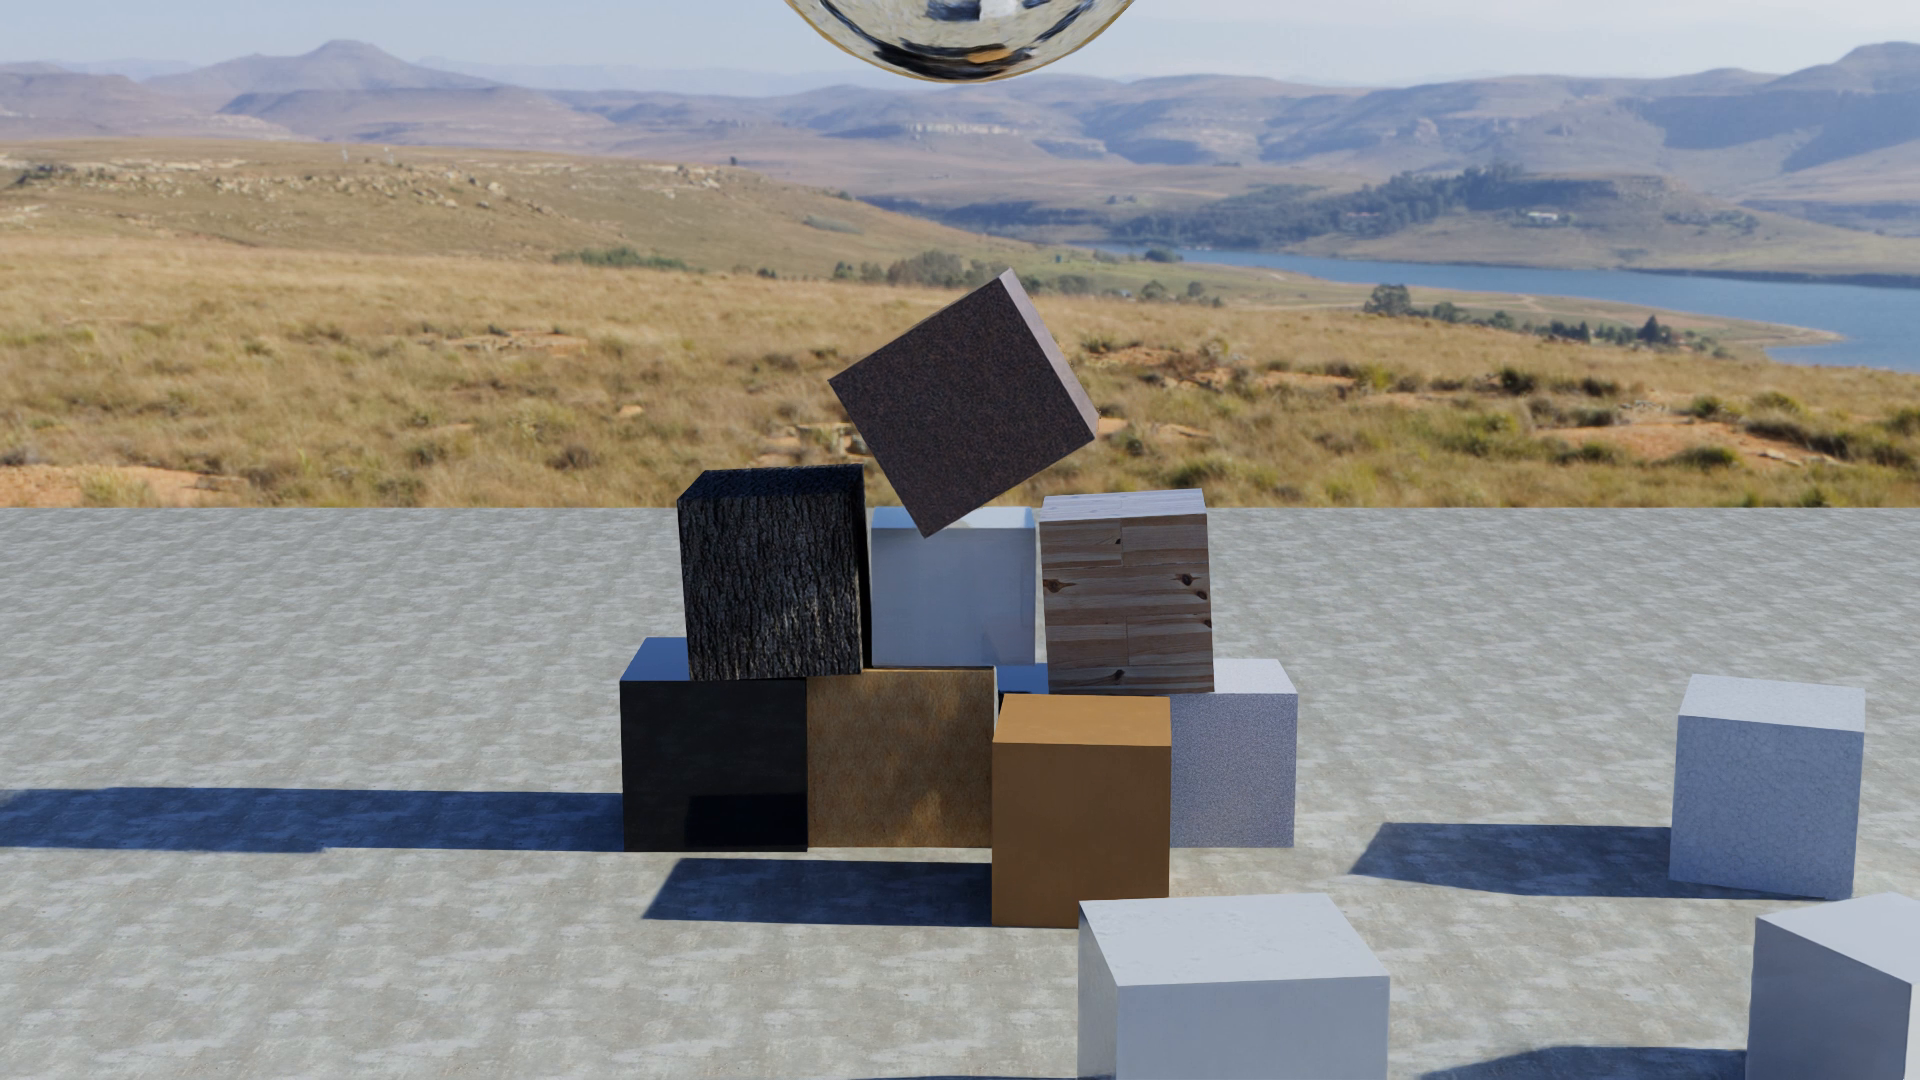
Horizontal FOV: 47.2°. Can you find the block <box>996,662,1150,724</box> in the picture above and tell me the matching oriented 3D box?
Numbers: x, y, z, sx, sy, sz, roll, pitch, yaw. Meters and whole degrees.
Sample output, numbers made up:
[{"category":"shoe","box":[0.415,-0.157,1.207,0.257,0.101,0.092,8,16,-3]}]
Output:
[{"category":"block","box":[0.572,1.101,11.369,0.762,0.765,0.802,0,10,0]}]

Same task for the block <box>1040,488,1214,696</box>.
[{"category":"block","box":[0.851,0.261,11.192,0.818,0.898,0.763,-3,10,5]}]

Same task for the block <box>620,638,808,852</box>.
[{"category":"block","box":[-1.221,1.040,11.377,0.914,0.883,0.956,0,10,0]}]

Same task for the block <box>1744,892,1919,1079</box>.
[{"category":"block","box":[3.424,1.759,8.050,0.687,0.658,0.730,-5,11,-24]}]

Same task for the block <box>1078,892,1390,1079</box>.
[{"category":"block","box":[0.938,1.760,7.774,0.925,0.754,0.827,-1,10,-6]}]

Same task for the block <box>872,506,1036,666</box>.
[{"category":"block","box":[-0.034,0.227,11.253,0.815,0.700,0.678,0,10,0]}]

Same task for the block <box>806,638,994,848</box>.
[{"category":"block","box":[-0.296,1.025,11.381,0.931,0.911,0.820,0,10,0]}]

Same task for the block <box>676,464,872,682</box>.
[{"category":"block","box":[-0.917,0.145,11.191,0.842,0.903,0.977,-3,10,2]}]

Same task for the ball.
[{"category":"ball","box":[0.000,-2.370,7.485,1.600,1.600,1.600,0,10,0]}]

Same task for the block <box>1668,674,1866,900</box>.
[{"category":"block","box":[3.956,1.186,10.759,0.821,0.818,0.888,4,11,22]}]

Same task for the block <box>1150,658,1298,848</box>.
[{"category":"block","box":[1.323,1.088,11.350,0.711,0.799,0.740,0,10,0]}]

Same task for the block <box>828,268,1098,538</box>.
[{"category":"block","box":[0.044,-0.702,10.903,0.950,0.887,0.988,-30,6,9]}]

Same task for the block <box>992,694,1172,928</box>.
[{"category":"block","box":[0.577,1.252,10.281,0.796,0.859,0.880,1,10,5]}]
